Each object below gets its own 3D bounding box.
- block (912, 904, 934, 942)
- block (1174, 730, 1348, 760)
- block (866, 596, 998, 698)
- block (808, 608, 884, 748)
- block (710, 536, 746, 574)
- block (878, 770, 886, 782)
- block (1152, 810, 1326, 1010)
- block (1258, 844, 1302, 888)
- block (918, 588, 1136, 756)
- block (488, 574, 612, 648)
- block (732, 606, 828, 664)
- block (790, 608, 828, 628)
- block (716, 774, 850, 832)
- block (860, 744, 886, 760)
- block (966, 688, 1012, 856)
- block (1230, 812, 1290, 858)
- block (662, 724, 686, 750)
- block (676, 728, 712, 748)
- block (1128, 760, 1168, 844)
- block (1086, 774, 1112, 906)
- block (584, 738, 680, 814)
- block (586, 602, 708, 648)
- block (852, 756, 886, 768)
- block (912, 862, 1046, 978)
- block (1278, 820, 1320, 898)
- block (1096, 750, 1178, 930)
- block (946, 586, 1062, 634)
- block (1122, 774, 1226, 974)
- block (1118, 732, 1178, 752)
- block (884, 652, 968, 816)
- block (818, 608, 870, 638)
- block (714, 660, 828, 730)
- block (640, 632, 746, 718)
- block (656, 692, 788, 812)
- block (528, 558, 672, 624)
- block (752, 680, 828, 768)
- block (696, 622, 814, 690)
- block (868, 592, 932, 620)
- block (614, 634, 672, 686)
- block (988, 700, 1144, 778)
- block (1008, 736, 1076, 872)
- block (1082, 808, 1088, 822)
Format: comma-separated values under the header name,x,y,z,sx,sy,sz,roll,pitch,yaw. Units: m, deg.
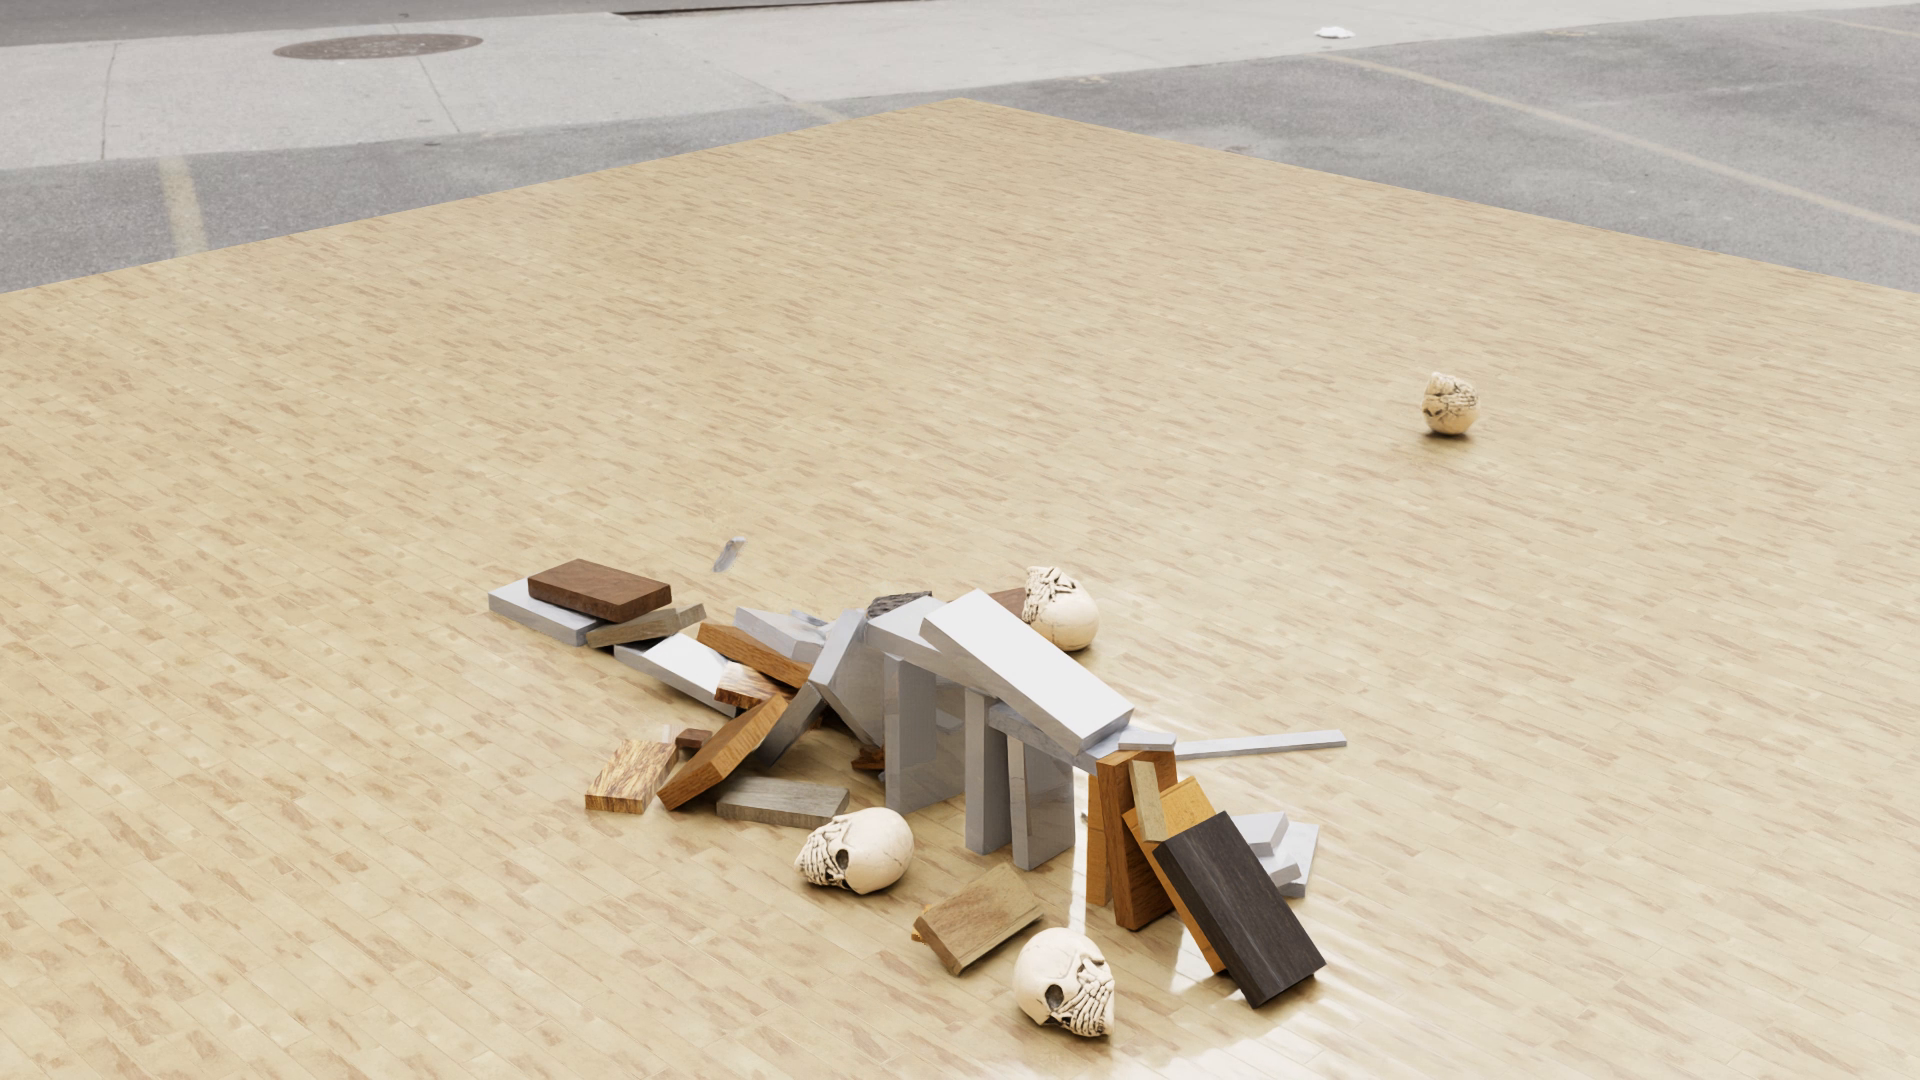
name,x,y,z,sx,sy,sz,roll,pitch,yaw
block,-0.051,0.711,4.067,0.052,0.015,0.104,6,24,14
block,0.636,0.439,4.708,0.384,0.015,0.052,-4,23,-9
block,0.000,0.207,4.316,0.349,0.049,0.175,20,30,39
block,-0.197,0.284,4.464,0.046,0.327,0.163,17,69,26
block,-0.518,0.032,4.916,0.013,0.093,0.046,43,26,19
block,-0.118,0.467,4.542,0.059,0.017,0.119,-17,-14,-34
block,0.496,0.654,3.911,0.163,0.046,0.326,-19,69,-38
block,0.557,0.608,4.198,0.113,0.032,0.227,-21,17,-6
block,0.123,0.245,4.136,0.401,0.046,0.162,37,40,25
block,-0.970,0.167,5.309,0.328,0.046,0.164,19,29,37
block,-0.376,0.223,5.013,0.163,0.046,0.327,13,5,-31
block,-0.338,0.186,5.064,0.056,0.016,0.113,23,-2,35
block,-0.358,0.533,4.461,0.242,0.034,0.121,6,24,14
block,-0.167,0.441,4.597,0.059,0.017,0.119,-12,3,-15
block,0.090,0.428,4.306,0.175,0.349,0.049,-21,31,-40
block,0.510,0.576,4.238,0.227,0.032,0.113,-10,19,28
block,-0.618,0.425,4.742,0.046,0.013,0.093,-2,23,-4
block,-0.568,0.423,4.696,0.056,0.016,0.112,7,6,5
block,0.338,0.472,3.960,0.050,0.014,0.152,11,58,-34
block,0.286,0.533,4.145,0.040,0.281,0.140,11,25,24
block,-0.678,0.490,4.563,0.121,0.034,0.242,4,23,10
block,-0.730,0.199,5.112,0.265,0.037,0.132,-10,9,37
block,-0.169,0.461,4.595,0.059,0.017,0.119,-18,6,-38
block,0.038,0.690,4.013,0.242,0.034,0.121,-25,67,-45
block,0.627,0.615,4.269,0.113,0.032,0.227,6,24,14
block,0.341,0.538,4.073,0.163,0.326,0.046,-22,20,-41
block,0.049,0.190,5.254,0.357,0.046,0.164,-10,25,-22
block,0.443,0.605,3.996,0.163,0.326,0.046,-22,-13,-41
block,0.344,0.369,4.033,0.101,0.014,0.050,0,19,16
block,-0.067,0.370,4.442,0.175,0.349,0.049,-17,28,-34
block,-0.264,0.188,4.973,0.113,0.016,0.056,-26,13,-17
block,-0.410,0.340,4.836,0.238,0.034,0.119,15,26,0
block,-0.570,0.300,4.924,0.265,0.037,0.132,25,34,21
block,-0.487,0.436,4.559,0.162,0.046,0.323,-32,7,30
block,-0.865,0.120,5.271,0.328,0.046,0.164,14,25,37
block,-0.310,0.336,4.566,0.046,0.323,0.162,41,46,4
block,-0.341,0.292,4.878,0.590,0.046,0.163,20,6,44
block,-0.149,0.174,5.080,0.134,0.038,0.268,-7,11,9
block,-0.661,0.276,5.063,0.265,0.037,0.132,20,30,39
block,0.204,0.357,4.145,0.140,0.040,0.281,-21,32,-41
block,0.159,0.484,4.258,0.040,0.281,0.140,16,27,41
block,0.292,0.564,4.412,0.050,0.014,0.101,-13,26,-28
